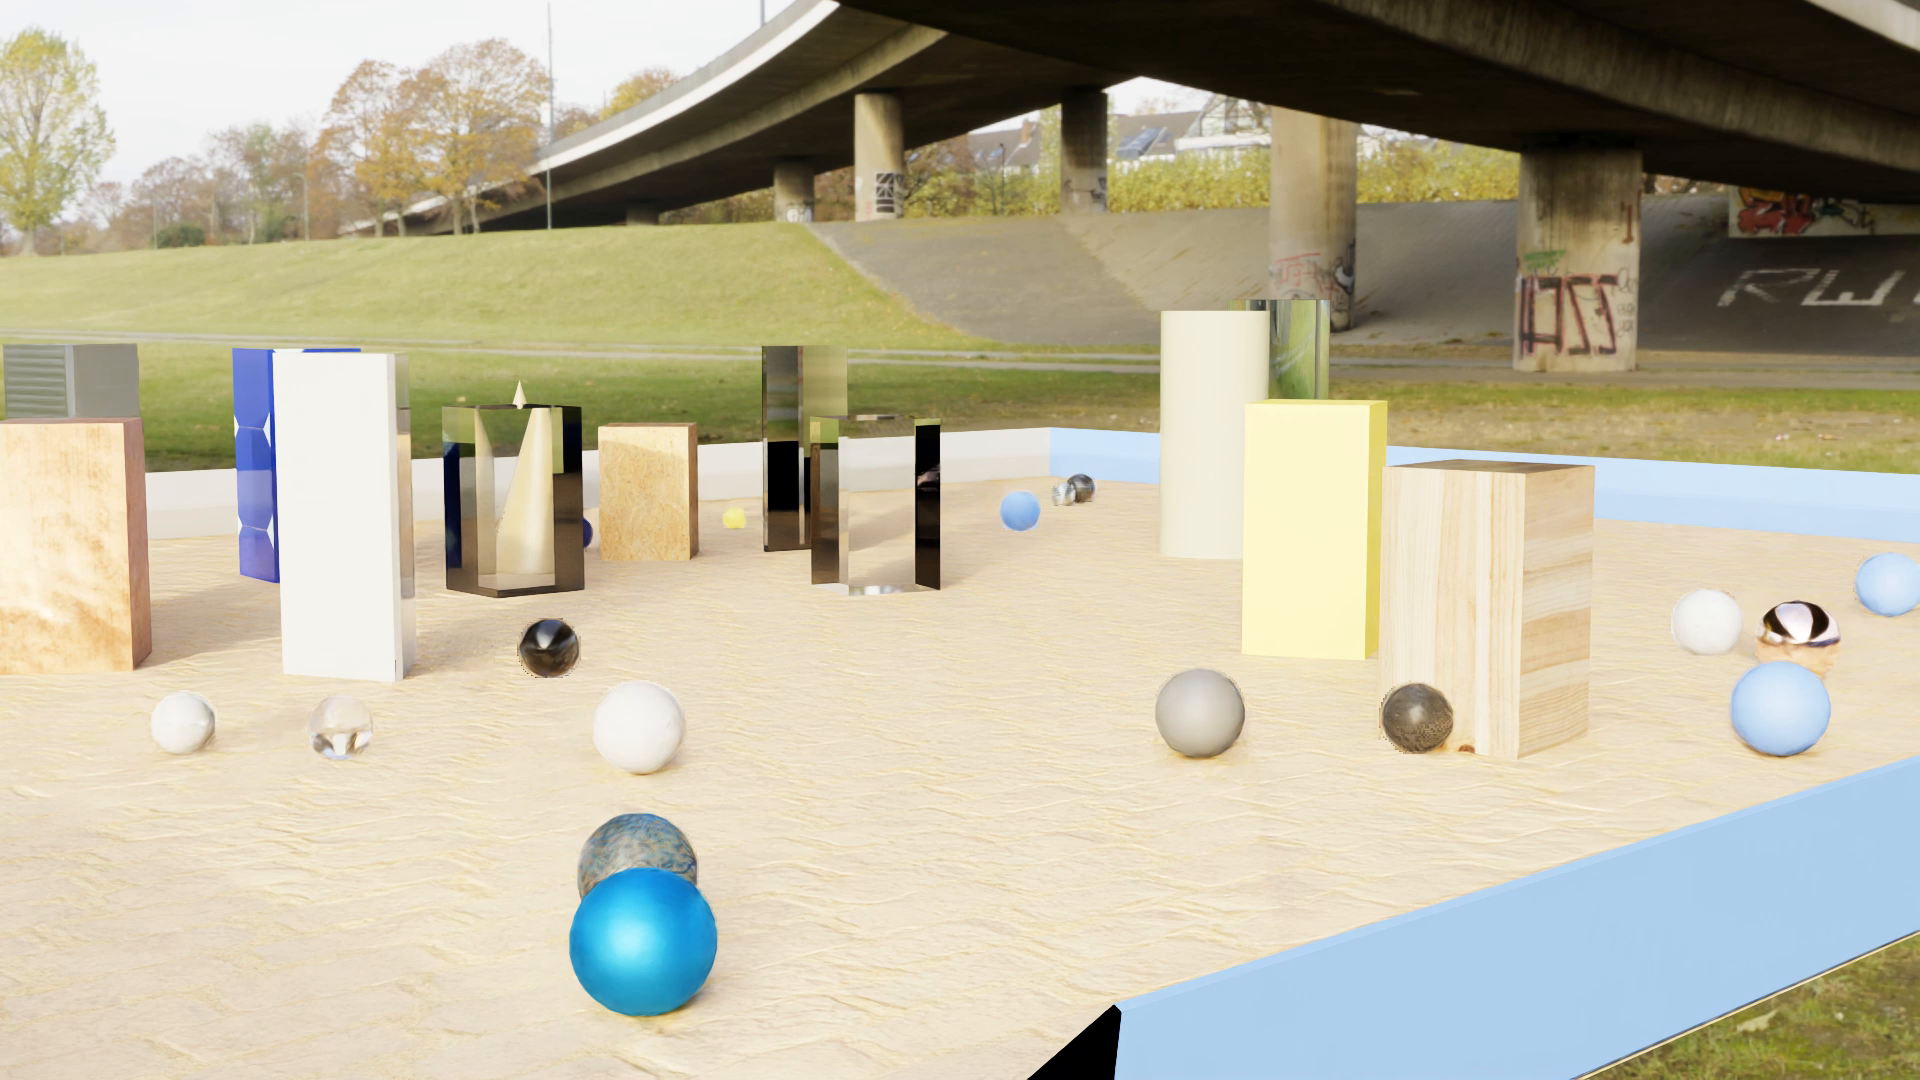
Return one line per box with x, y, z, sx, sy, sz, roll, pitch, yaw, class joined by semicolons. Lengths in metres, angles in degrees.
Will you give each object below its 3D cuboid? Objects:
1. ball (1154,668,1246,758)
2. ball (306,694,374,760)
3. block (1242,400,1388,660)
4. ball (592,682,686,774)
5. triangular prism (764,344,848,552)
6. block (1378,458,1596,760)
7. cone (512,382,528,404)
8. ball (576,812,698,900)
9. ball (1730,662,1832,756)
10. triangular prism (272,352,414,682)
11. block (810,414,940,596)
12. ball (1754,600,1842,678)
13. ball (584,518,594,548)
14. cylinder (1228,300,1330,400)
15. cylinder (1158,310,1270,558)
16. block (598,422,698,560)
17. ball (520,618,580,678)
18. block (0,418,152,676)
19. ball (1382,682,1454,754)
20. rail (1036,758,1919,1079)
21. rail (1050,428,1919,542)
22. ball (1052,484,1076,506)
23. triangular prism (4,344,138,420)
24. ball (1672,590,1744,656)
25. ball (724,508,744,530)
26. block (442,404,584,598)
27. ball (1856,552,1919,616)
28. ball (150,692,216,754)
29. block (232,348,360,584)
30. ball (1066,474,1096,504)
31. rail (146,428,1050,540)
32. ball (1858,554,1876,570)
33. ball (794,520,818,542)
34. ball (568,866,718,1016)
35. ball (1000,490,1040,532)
0.239;0.173;2.193;0.090;0.090;0.090;0;6;0;ball
-0.616;0.186;2.185;0.065;0.065;0.065;0;6;0;ball
0.468;-0.018;2.894;0.159;0.325;0.159;2;6;19;block
-0.310;0.181;2.120;0.089;0.089;0.089;0;6;0;ball
-0.321;-0.178;4.161;0.172;0.380;0.149;-3;7;-29;triangular prism
0.546;0.065;2.284;0.159;0.285;0.159;5;8;40;block
-0.769;-0.118;3.857;0.198;0.323;0.198;0;6;0;cone
-0.231;0.239;1.577;0.087;0.087;0.087;0;6;0;ball
0.823;0.169;2.206;0.095;0.095;0.095;0;6;0;ball
-0.728;-0.036;2.729;0.172;0.393;0.149;2;6;21;triangular prism
-0.137;-0.060;3.534;0.159;0.275;0.159;-3;7;-25;block
1.005;0.122;2.638;0.099;0.099;0.099;0;6;0;ball
-0.713;-0.012;4.067;0.069;0.069;0.069;0;6;0;ball
0.617;-0.233;4.279;0.198;0.465;0.198;0;6;0;cylinder
0.466;-0.197;4.033;0.198;0.444;0.198;0;6;0;cylinder
-0.564;-0.090;3.998;0.159;0.239;0.159;0;6;-1;block
-0.499;0.132;2.676;0.072;0.072;0.072;0;6;0;ball
-1.119;0.003;2.770;0.159;0.307;0.159;-1;6;-12;block
0.461;0.179;2.217;0.072;0.072;0.072;0;6;0;ball
1.183;0.166;2.057;3.926;0.129;0.045;-5;8;-42;rail
1.425;-0.103;4.640;0.045;0.129;3.536;-5;8;-42;rail
0.238;-0.103;5.019;0.053;0.053;0.053;0;6;0;ball
-1.213;-0.075;3.076;0.172;0.399;0.149;5;8;39;triangular prism
0.966;0.107;2.840;0.087;0.087;0.087;0;6;0;ball
-0.461;-0.043;4.485;0.044;0.044;0.044;0;6;0;ball
-0.712;-0.066;3.507;0.159;0.293;0.159;-5;8;-42;block
1.356;0.065;3.206;0.094;0.094;0.094;0;6;0;ball
-0.781;0.185;2.212;0.063;0.063;0.063;0;6;0;ball
-1.108;-0.130;3.691;0.159;0.382;0.159;-5;8;-38;block
0.279;-0.120;5.101;0.069;0.069;0.069;0;6;0;ball
-1.183;-0.099;4.607;3.926;0.129;0.045;-5;8;-42;rail
1.449;0.053;3.463;0.064;0.064;0.064;0;6;0;ball
-0.298;-0.018;4.252;0.043;0.043;0.043;0;6;0;ball
-0.201;0.254;1.394;0.093;0.093;0.093;0;6;0;ball
0.121;-0.058;4.447;0.083;0.083;0.083;0;6;0;ball
